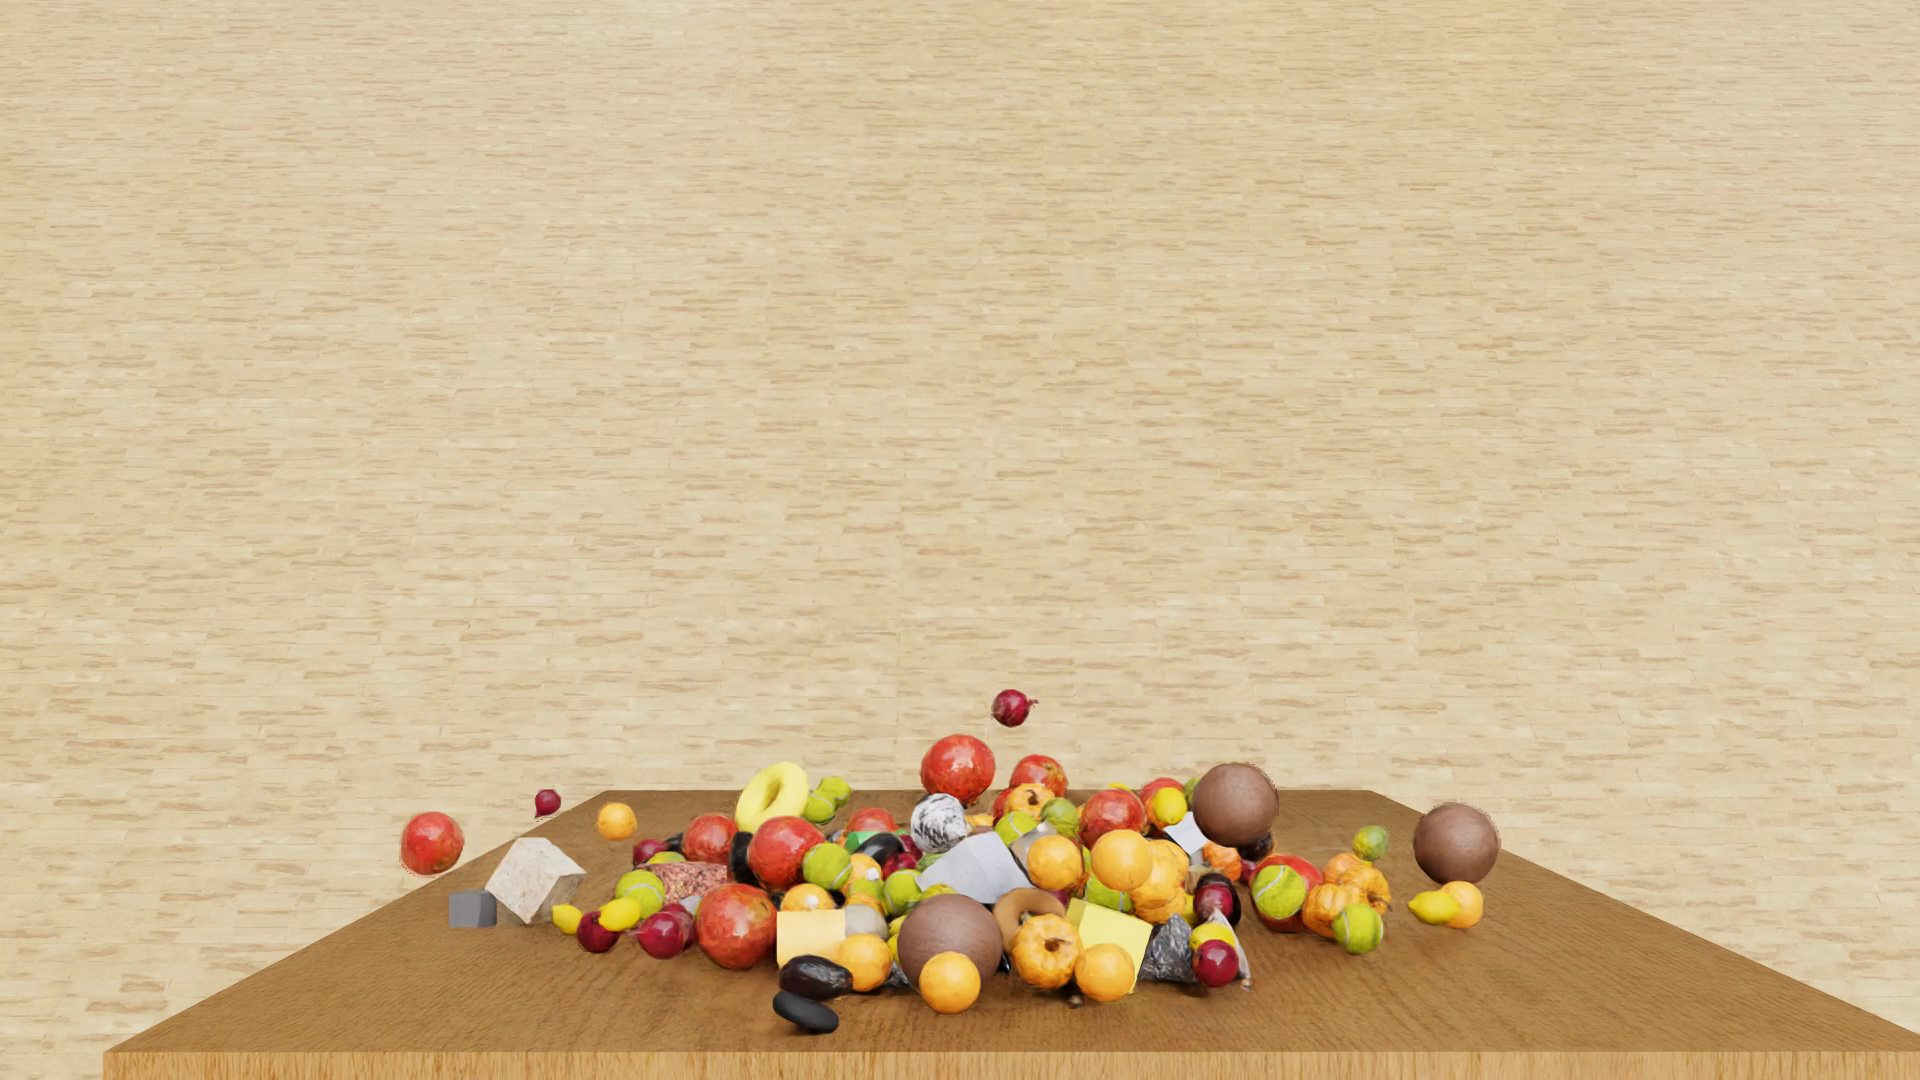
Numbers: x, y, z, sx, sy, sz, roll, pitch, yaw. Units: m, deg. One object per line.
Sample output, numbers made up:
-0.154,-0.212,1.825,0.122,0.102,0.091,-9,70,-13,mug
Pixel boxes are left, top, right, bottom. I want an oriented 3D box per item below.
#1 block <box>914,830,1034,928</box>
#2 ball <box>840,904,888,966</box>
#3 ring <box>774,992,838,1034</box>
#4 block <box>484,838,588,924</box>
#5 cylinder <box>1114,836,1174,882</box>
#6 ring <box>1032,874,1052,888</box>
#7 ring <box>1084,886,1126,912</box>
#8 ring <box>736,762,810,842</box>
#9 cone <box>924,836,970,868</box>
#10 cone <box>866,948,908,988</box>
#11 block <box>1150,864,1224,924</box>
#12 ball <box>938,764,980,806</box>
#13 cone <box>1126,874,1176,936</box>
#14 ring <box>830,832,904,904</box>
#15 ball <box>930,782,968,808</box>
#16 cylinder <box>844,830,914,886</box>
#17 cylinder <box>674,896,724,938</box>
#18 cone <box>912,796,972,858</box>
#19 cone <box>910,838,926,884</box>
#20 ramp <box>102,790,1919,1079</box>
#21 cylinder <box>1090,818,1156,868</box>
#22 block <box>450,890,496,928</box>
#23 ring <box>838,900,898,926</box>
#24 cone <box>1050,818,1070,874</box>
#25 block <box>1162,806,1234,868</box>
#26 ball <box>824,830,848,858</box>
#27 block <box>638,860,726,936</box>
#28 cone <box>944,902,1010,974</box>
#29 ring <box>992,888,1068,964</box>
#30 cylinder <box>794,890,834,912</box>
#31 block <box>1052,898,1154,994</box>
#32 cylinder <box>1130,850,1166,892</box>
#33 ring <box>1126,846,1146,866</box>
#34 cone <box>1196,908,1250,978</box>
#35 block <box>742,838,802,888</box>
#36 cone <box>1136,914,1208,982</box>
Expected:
0.020,0.468,3.532,0.096,0.096,0.096,54,22,16,block
-0.137,0.529,3.481,0.082,0.082,0.082,0,34,0,ball
-0.174,0.534,2.932,0.080,0.027,0.080,23,-6,2,ring
-0.641,0.515,3.928,0.091,0.091,0.091,36,6,18,block
0.322,0.557,4.522,0.076,0.076,0.076,-9,24,38,cylinder
0.101,0.576,4.456,0.114,0.038,0.114,0,0,0,ring
0.178,0.522,3.560,0.123,0.123,0.041,-31,69,-37,ring
-0.289,0.404,4.004,0.137,0.046,0.137,-31,35,25,ring
-0.017,0.542,4.383,0.096,0.096,0.096,1,4,2,cone
-0.082,0.552,3.275,0.053,0.053,0.053,42,48,14,cone
0.348,0.542,3.972,0.080,0.080,0.080,1,-2,-39,block
-0.002,0.415,4.388,0.069,0.069,0.069,0,34,0,ball
0.259,0.552,3.762,0.100,0.100,0.100,-24,38,-3,cone
-0.145,0.517,4.065,0.048,0.143,0.143,40,48,19,ring
-0.024,0.587,5.892,0.090,0.090,0.090,0,34,0,ball
-0.138,0.547,4.454,0.095,0.095,0.095,0,32,-21,cylinder
-0.380,0.549,3.780,0.057,0.057,0.057,-16,5,-22,cylinder
-0.009,0.358,3.199,0.077,0.077,0.077,-13,5,-19,cone
-0.070,0.578,4.538,0.084,0.084,0.084,-14,56,22,cone
0.075,0.653,4.797,2.000,0.100,4.000,0,-1,0,ramp
0.302,0.558,4.775,0.090,0.090,0.090,1,31,-25,cylinder
-0.733,0.555,3.905,0.051,0.051,0.051,0,-2,18,block
-0.144,0.564,3.909,0.101,0.034,0.101,0,-2,0,ring
0.166,0.519,4.539,0.092,0.092,0.092,35,19,-13,cone
0.413,0.526,4.487,0.080,0.080,0.080,-32,42,-14,block
-0.232,0.581,4.970,0.054,0.054,0.054,0,34,0,ball
-0.414,0.532,3.860,0.096,0.096,0.096,1,-2,-38,block
0.044,0.546,3.427,0.096,0.096,0.096,-16,32,-22,cone
0.094,0.504,3.392,0.112,0.037,0.112,11,48,-12,ring
-0.207,0.527,3.634,0.052,0.052,0.052,12,45,-12,cylinder
0.177,0.507,3.253,0.088,0.088,0.088,18,-5,-9,block
0.317,0.552,4.316,0.057,0.057,0.057,-6,60,-8,cylinder
0.320,0.556,4.435,0.089,0.030,0.089,39,9,-7,ring
0.311,0.545,3.374,0.098,0.098,0.098,-28,33,11,cone
-0.319,0.547,4.392,0.067,0.067,0.067,-13,62,44,block
0.252,0.541,3.314,0.097,0.097,0.097,-28,30,16,cone
